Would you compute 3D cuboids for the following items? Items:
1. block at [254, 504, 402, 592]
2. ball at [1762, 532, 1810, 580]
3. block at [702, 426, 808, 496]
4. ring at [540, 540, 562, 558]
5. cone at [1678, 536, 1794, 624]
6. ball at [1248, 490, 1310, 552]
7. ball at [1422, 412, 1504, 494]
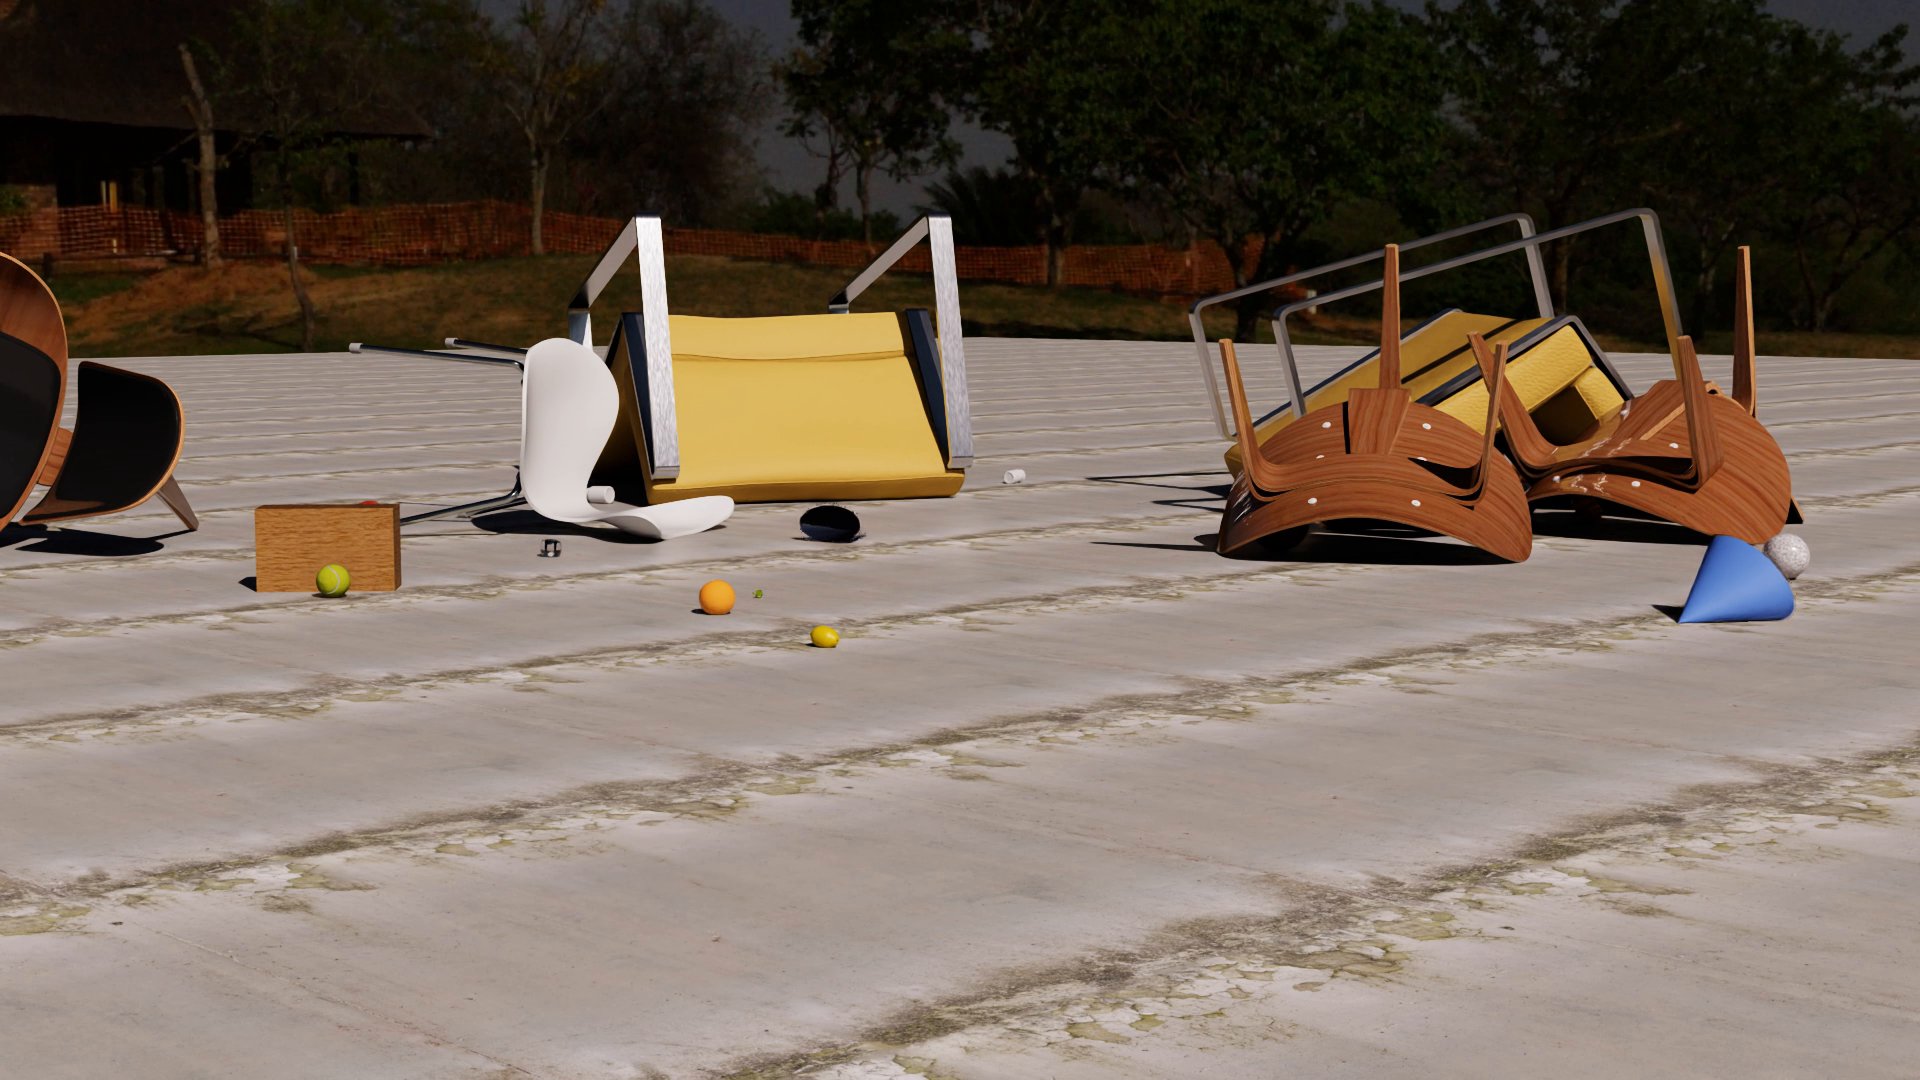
[{"bbox_3d":[-1.329,0.016,5.405,0.284,0.175,0.104,0,6,-5],"label":"block"},{"bbox_3d":[1.796,0.035,5.579,0.101,0.101,0.101,0,6,0],"label":"ball"},{"bbox_3d":[-0.623,-0.239,7.779,0.298,0.195,0.141,-2,6,-18],"label":"block"},{"bbox_3d":[-0.962,0.020,6.035,0.049,0.039,0.055,-1,7,-35],"label":"ring"},{"bbox_3d":[1.442,0.115,4.906,0.191,0.161,0.220,-29,44,-20],"label":"cone"},{"bbox_3d":[0.765,-0.048,6.154,0.149,0.149,0.149,0,6,0],"label":"ball"},{"bbox_3d":[1.523,-0.265,7.773,0.248,0.248,0.248,0,6,0],"label":"ball"}]
